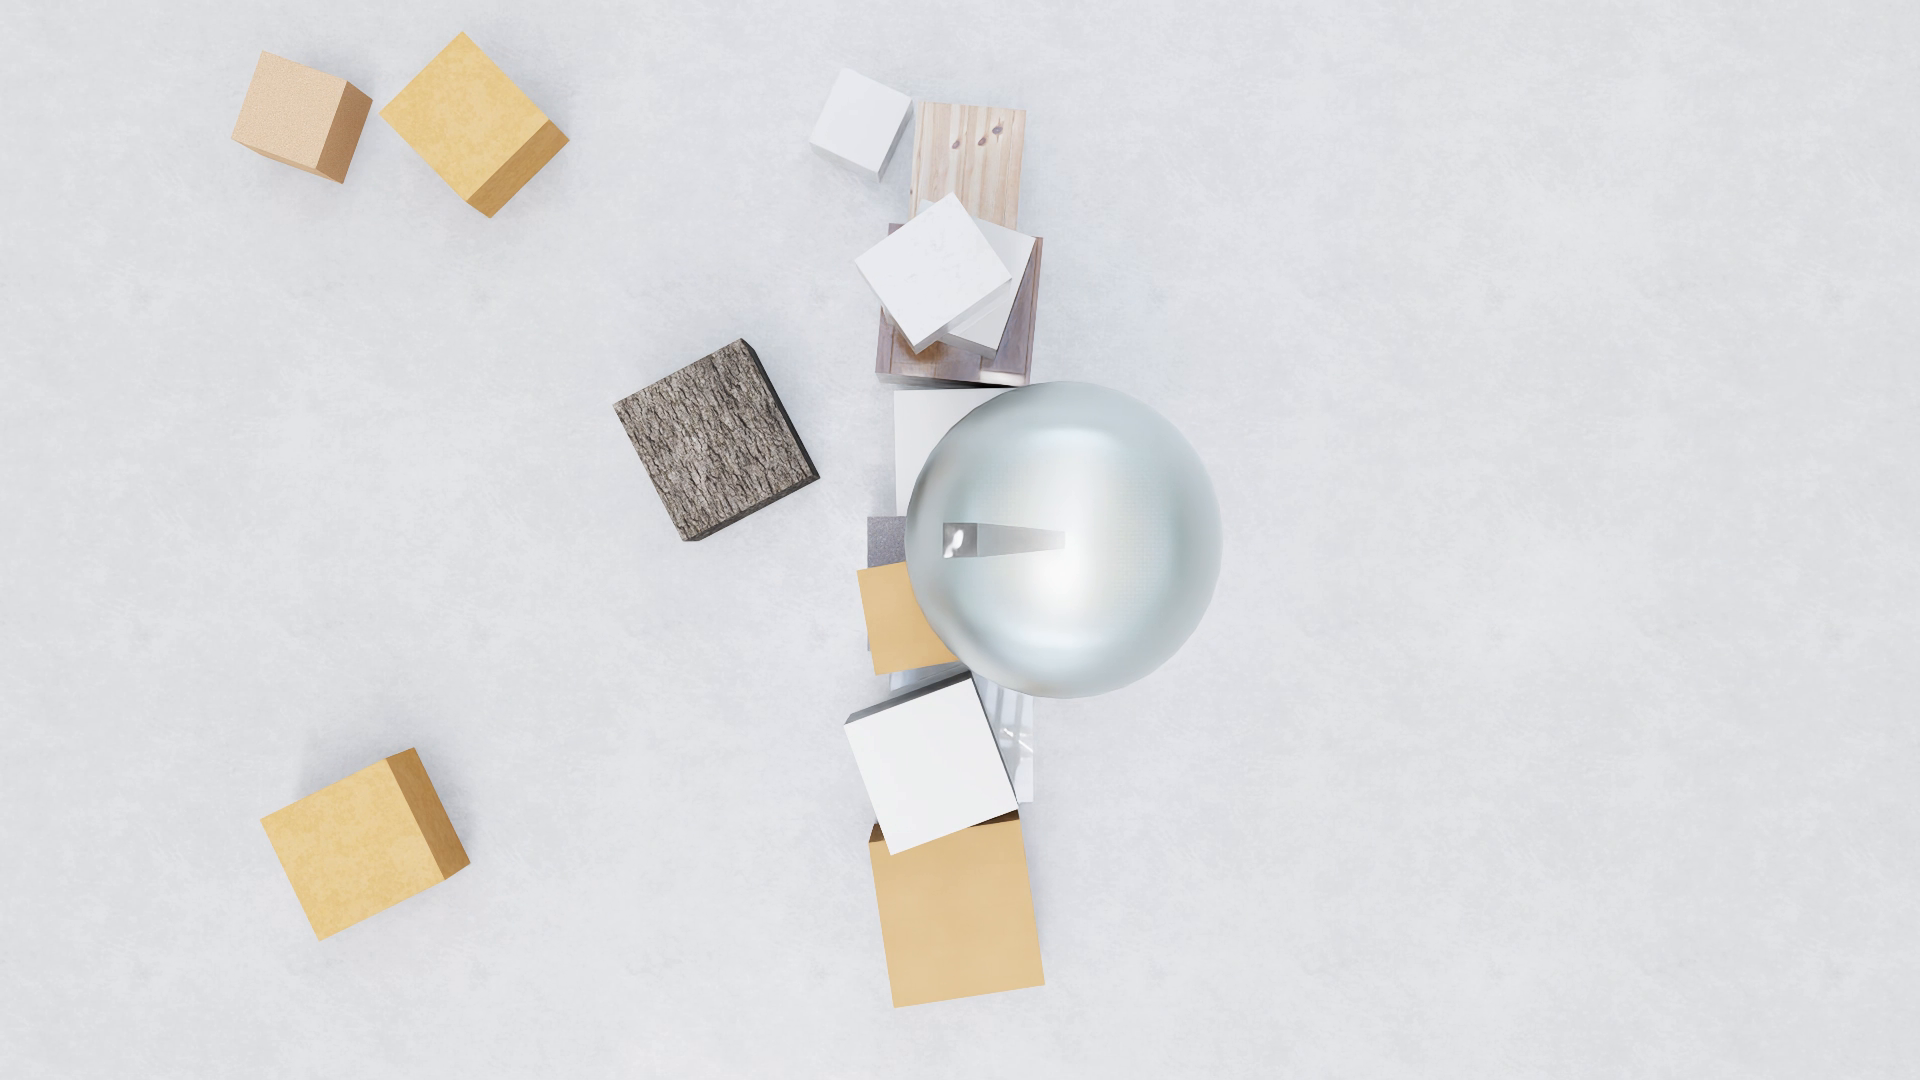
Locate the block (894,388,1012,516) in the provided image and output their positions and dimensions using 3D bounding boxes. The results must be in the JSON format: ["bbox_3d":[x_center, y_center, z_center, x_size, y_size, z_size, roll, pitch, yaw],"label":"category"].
[{"bbox_3d":[-0.021,-0.494,12.673,0.683,0.653,0.704,-1,90,0],"label":"block"}]

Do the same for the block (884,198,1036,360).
[{"bbox_3d":[-0.004,-1.393,11.863,0.632,0.695,0.619,19,90,0],"label":"block"}]

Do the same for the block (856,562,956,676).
[{"bbox_3d":[-0.218,0.390,11.910,0.567,0.517,0.567,-10,90,0],"label":"block"}]

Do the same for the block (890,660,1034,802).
[{"bbox_3d":[0.007,1.048,12.638,0.800,0.723,0.829,0,90,0],"label":"block"}]

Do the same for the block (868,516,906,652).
[{"bbox_3d":[-0.103,0.242,12.585,0.822,0.831,0.746,0,90,0],"label":"block"}]

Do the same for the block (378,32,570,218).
[{"bbox_3d":[-2.785,-2.379,12.672,0.662,0.656,0.697,-45,90,0],"label":"block"}]

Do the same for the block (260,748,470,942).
[{"bbox_3d":[-3.412,1.740,12.673,0.787,0.653,0.764,-26,90,0],"label":"block"}]

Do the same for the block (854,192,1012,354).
[{"bbox_3d":[-0.134,-1.355,11.249,0.600,0.534,0.522,-35,90,0],"label":"block"}]

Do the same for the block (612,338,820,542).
[{"bbox_3d":[-1.381,-0.560,12.627,0.815,0.746,0.859,-27,90,0],"label":"block"}]

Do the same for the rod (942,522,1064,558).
[{"bbox_3d":[0.224,0.000,7.648,0.080,5.200,0.080,0,90,5],"label":"rod"}]

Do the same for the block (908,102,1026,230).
[{"bbox_3d":[0.038,-2.098,12.699,0.615,0.602,0.706,5,90,0],"label":"block"}]

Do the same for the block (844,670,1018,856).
[{"bbox_3d":[-0.151,1.186,11.887,0.712,0.780,0.723,-20,90,0],"label":"block"}]

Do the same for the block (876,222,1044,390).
[{"bbox_3d":[-0.005,-1.305,12.605,0.862,0.789,0.835,5,90,0],"label":"block"}]

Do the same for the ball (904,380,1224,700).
[{"bbox_3d":[0.517,0.000,11.036,1.600,1.600,1.600,0,90,0],"label":"ball"}]

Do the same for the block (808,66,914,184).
[{"bbox_3d":[-0.572,-2.412,12.808,0.437,0.384,0.475,25,90,0],"label":"block"}]

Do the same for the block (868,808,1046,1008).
[{"bbox_3d":[-0.018,2.074,12.597,0.851,0.805,0.928,-9,90,0],"label":"block"}]

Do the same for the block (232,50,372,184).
[{"bbox_3d":[-3.799,-2.437,12.724,0.511,0.552,0.532,20,90,0],"label":"block"}]
